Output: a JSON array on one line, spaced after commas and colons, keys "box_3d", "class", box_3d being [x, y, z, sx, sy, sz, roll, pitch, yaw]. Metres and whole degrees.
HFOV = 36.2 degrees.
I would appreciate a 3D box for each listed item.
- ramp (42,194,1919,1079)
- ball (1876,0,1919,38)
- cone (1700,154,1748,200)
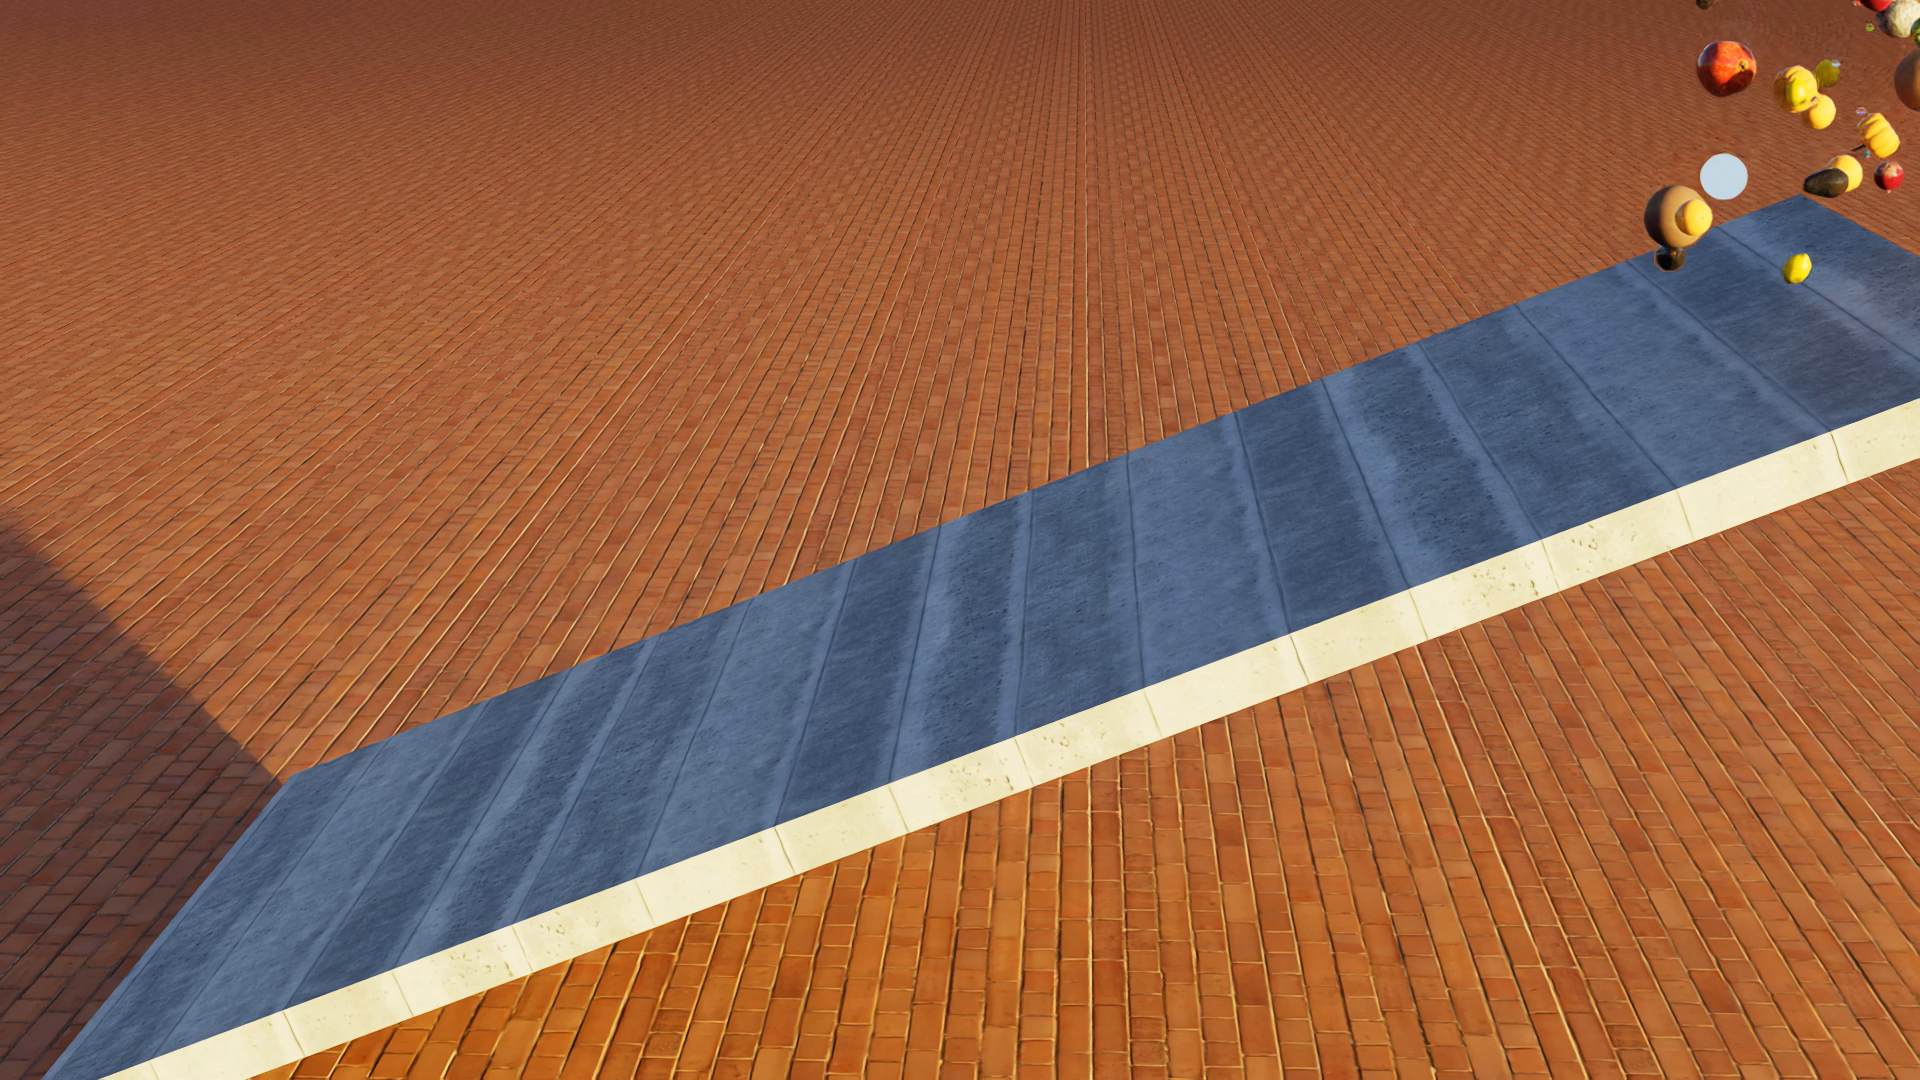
[{"box_3d": [0.124, 0.173, 6.290, 4.000, 0.100, 2.000, -21, 12, 7], "class": "ramp"}, {"box_3d": [1.888, -1.053, 5.909, 0.088, 0.088, 0.088, 0, 14, 0], "class": "ball"}, {"box_3d": [1.510, -0.722, 5.790, 0.090, 0.090, 0.090, 5, 18, 21], "class": "cone"}]
